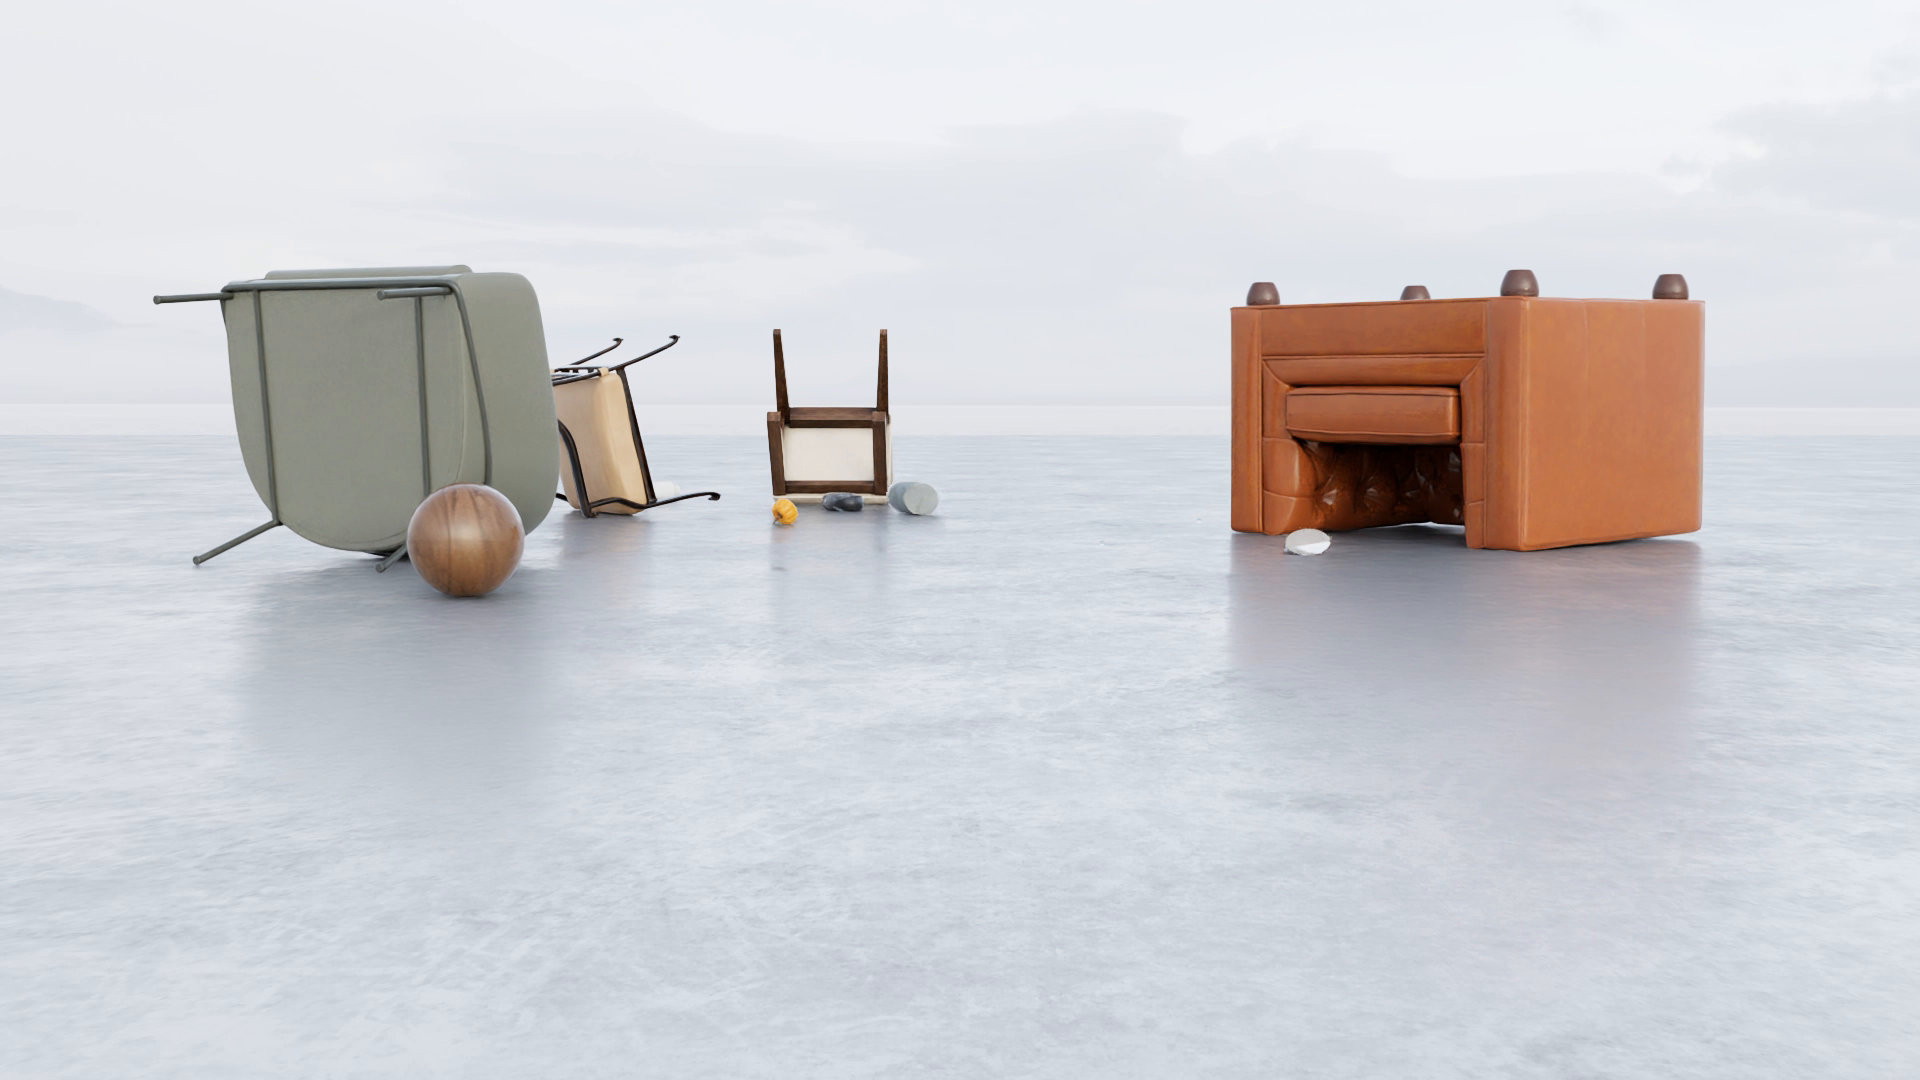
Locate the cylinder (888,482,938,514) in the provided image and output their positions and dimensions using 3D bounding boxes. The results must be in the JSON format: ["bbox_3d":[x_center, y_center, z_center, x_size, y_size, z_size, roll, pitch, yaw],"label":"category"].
[{"bbox_3d":[-0.168,-0.152,7.928,0.134,0.113,0.172,12,-1,-21],"label":"cylinder"}]

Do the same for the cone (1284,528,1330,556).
[{"bbox_3d":[0.920,0.018,6.025,0.134,0.073,0.146,-3,-9,-19],"label":"cone"}]

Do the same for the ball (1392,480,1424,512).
[{"bbox_3d":[1.647,-0.161,8.077,0.112,0.112,0.112,0,4,0],"label":"ball"}]

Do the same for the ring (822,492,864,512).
[{"bbox_3d":[-0.434,-0.141,8.160,0.144,0.062,0.270,0,4,-19],"label":"ring"}]

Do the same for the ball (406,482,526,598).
[{"bbox_3d":[-1.063,-0.001,4.734,0.250,0.250,0.250,0,4,0],"label":"ball"}]
